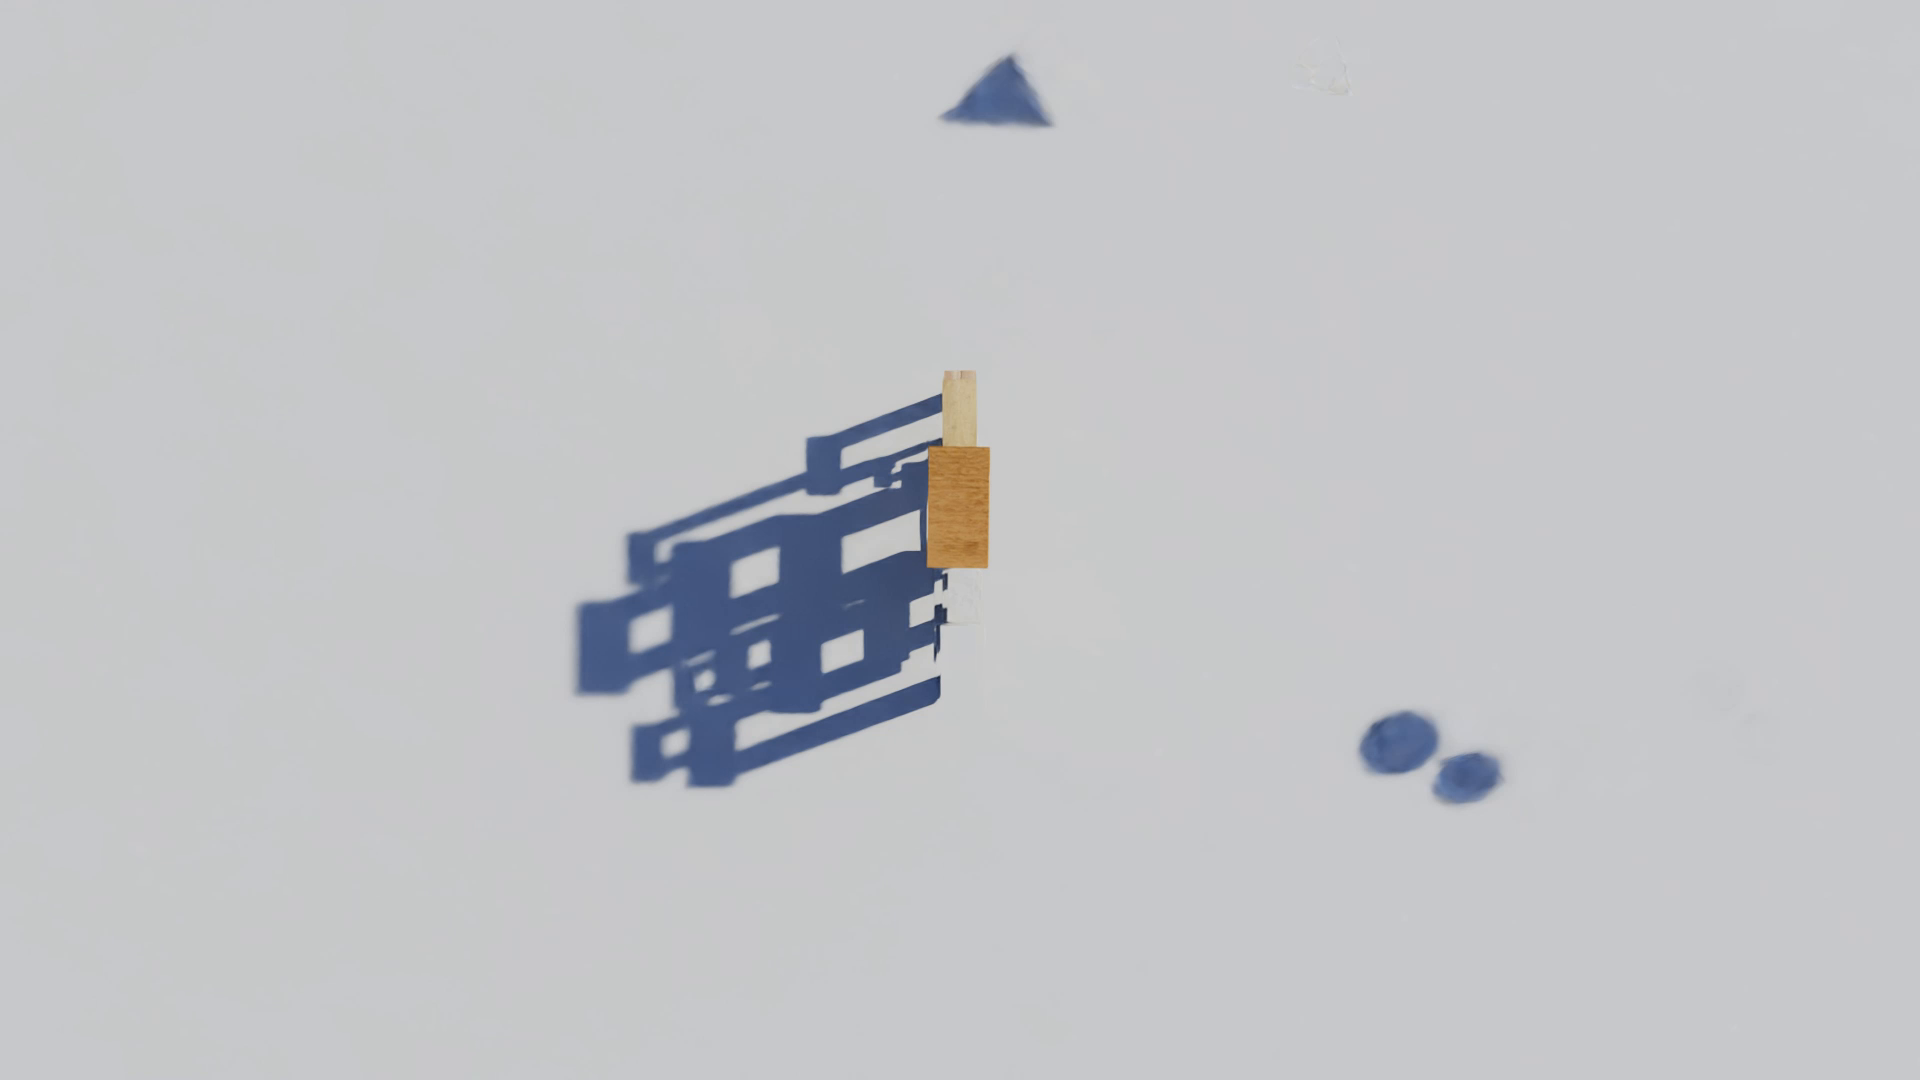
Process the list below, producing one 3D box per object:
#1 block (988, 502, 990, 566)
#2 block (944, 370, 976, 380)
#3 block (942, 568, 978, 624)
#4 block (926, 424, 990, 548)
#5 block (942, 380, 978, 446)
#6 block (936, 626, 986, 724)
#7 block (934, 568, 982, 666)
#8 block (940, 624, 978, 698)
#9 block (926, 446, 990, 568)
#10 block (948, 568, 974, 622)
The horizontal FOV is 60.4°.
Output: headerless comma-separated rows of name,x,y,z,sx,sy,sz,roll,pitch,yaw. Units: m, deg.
block,0.003,-0.095,4.952,0.174,0.049,0.347,1,90,0
block,0.001,-0.417,5.004,0.097,0.027,0.194,0,90,0
block,0.002,0.131,4.666,0.103,0.029,0.206,0,90,0
block,-0.004,-0.147,4.563,0.170,0.048,0.339,1,90,0
block,0.000,-0.330,4.345,0.091,0.026,0.182,0,90,1
block,0.003,0.376,4.595,0.136,0.039,0.273,0,90,0
block,-0.005,0.228,4.907,0.144,0.041,0.287,1,90,0
block,-0.003,0.322,4.368,0.096,0.027,0.193,0,90,0
block,-0.004,-0.083,4.209,0.154,0.044,0.309,1,90,0
block,0.003,0.150,4.495,0.073,0.021,0.146,1,90,0
